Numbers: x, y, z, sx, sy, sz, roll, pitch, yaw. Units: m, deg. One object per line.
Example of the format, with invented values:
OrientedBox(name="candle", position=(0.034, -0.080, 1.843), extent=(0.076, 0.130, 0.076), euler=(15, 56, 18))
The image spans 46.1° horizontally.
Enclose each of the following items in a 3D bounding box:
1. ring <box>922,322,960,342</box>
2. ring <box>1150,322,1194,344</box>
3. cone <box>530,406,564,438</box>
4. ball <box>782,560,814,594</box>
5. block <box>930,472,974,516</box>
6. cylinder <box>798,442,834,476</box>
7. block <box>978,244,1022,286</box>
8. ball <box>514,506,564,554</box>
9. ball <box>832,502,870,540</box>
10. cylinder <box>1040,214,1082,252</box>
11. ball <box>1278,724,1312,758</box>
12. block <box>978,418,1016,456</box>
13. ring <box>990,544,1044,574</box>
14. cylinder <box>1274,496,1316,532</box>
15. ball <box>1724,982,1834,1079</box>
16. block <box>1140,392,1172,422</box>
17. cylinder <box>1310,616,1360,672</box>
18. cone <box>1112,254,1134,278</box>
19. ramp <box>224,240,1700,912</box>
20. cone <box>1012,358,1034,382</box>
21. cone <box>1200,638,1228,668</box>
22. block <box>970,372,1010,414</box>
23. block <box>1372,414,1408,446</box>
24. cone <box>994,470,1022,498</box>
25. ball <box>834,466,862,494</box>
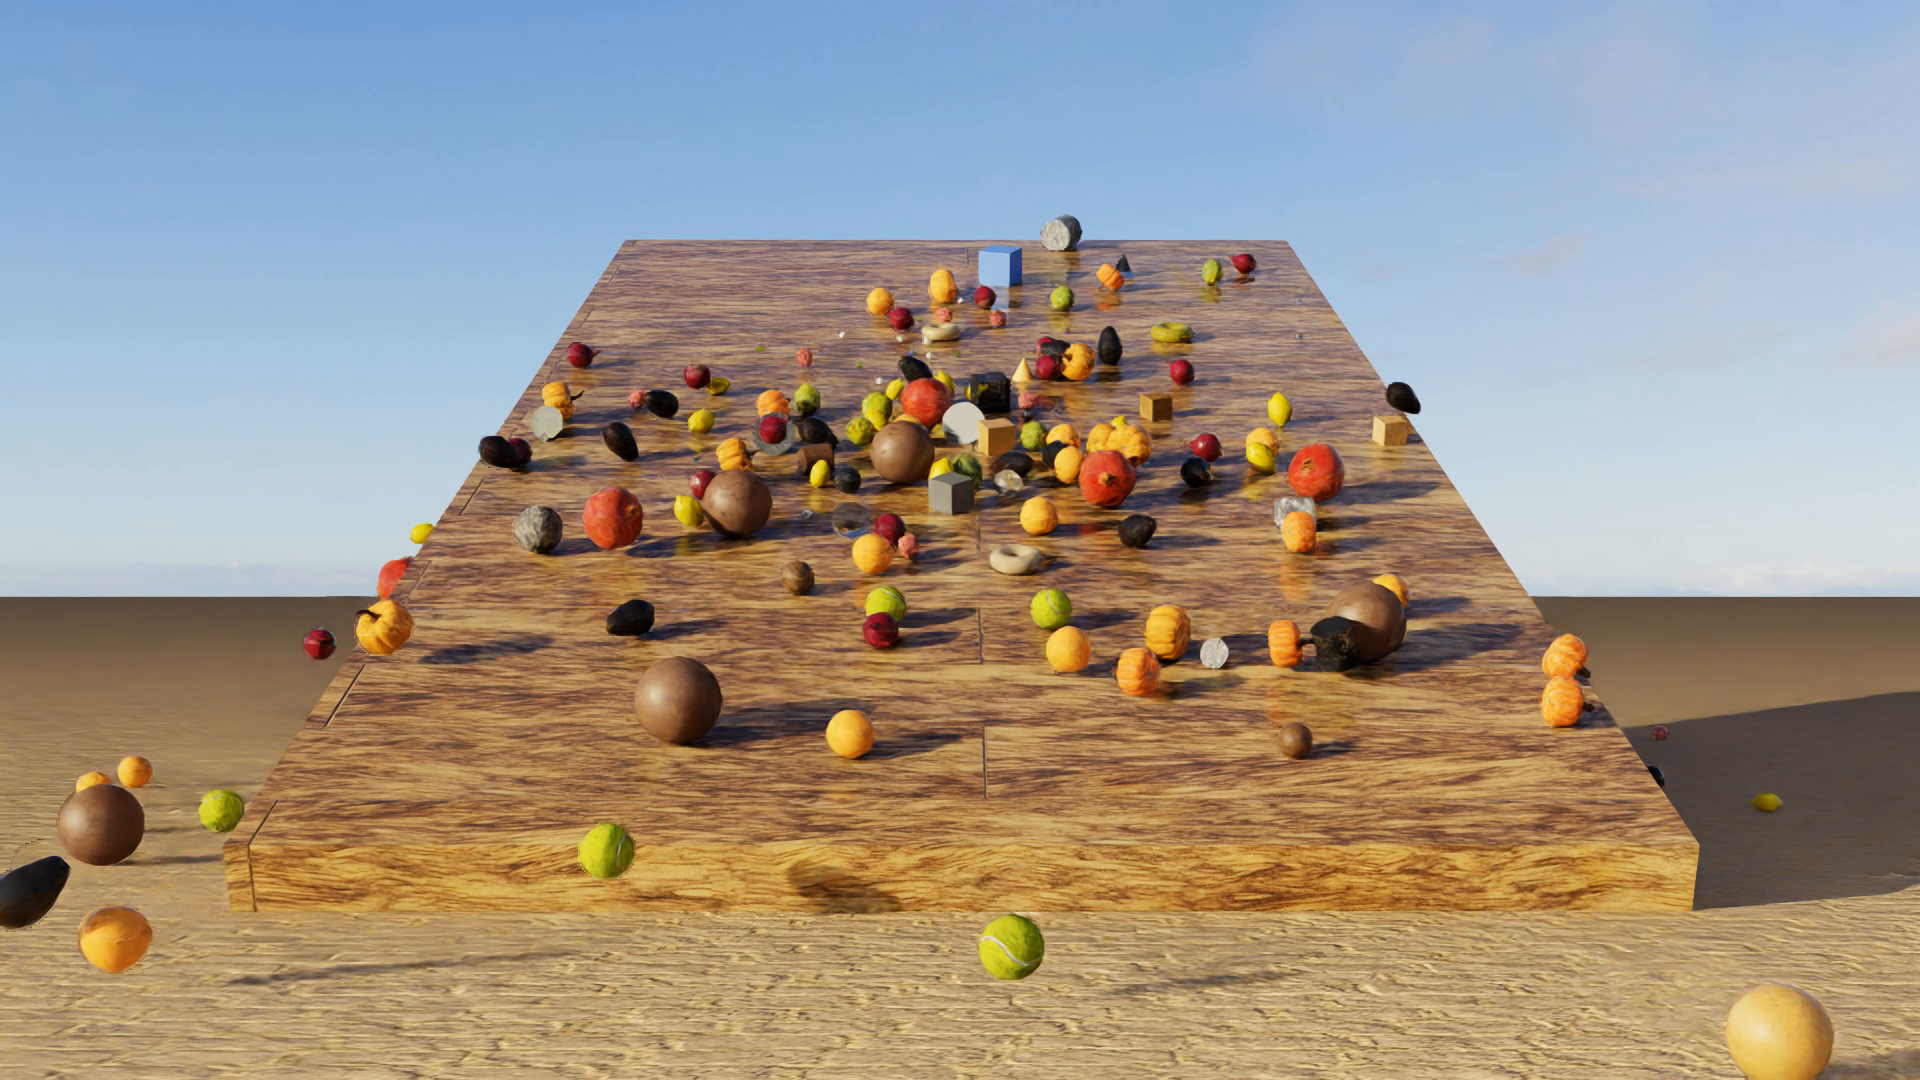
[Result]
OrientedBox(name="ring", position=(-0.047, -0.525, 5.686), extent=(0.099, 0.033, 0.099), euler=(1, 18, 0))
OrientedBox(name="ring", position=(0.533, -0.521, 5.671), extent=(0.109, 0.036, 0.109), euler=(1, 18, 0))
OrientedBox(name="cone", position=(-0.885, -0.248, 4.891), extent=(0.074, 0.074, 0.074), euler=(0, -9, 6))
OrientedBox(name="ball", position=(-0.285, 0.066, 3.959), extent=(0.058, 0.058, 0.058), euler=(0, -1, 0))
OrientedBox(name="block", position=(-0.016, -0.091, 4.403), extent=(0.062, 0.062, 0.062), euler=(18, 26, 42))
OrientedBox(name="cylinder", position=(-0.295, -0.165, 4.614), extent=(0.062, 0.062, 0.062), euler=(-7, 1, -20))
OrientedBox(name="block", position=(0.112, -0.764, 6.277), extent=(0.092, 0.092, 0.092), euler=(8, 21, 22))
OrientedBox(name="ball", position=(-0.776, -0.020, 4.156), extent=(0.088, 0.088, 0.088), euler=(0, -1, 0))
OrientedBox(name="ball", position=(-0.206, -0.037, 4.233), extent=(0.072, 0.072, 0.072), euler=(0, -1, 0))
OrientedBox(name="cylinder", position=(0.301, -0.912, 6.699), extent=(0.092, 0.092, 0.092), euler=(-1, 17, 27))
OrientedBox(name="ball", position=(0.493, 0.295, 3.318), extent=(0.051, 0.051, 0.051), euler=(0, -1, 0))
OrientedBox(name="block", position=(0.078, -0.218, 4.767), extent=(0.060, 0.060, 0.060), euler=(-6, 20, -18))
OrientedBox(name="ring", position=(0.103, 0.035, 4.088), extent=(0.098, 0.033, 0.098), euler=(0, 21, 0))
OrientedBox(name="cylinder", position=(0.637, -0.049, 4.286), extent=(0.061, 0.061, 0.061), euler=(-6, 0, -14))
OrientedBox(name="ball", position=(0.726, 0.438, 1.999), extent=(0.091, 0.091, 0.091), euler=(0, -1, 0))
OrientedBox(name="block", position=(0.436, -0.296, 5.006), extent=(0.050, 0.050, 0.050), euler=(-9, 21, -25))
OrientedBox(name="cylinder", position=(0.597, 0.166, 3.587), extent=(0.065, 0.065, 0.065), euler=(-15, 23, 7))
OrientedBox(name="cone", position=(0.460, -0.776, 6.353), extent=(0.066, 0.066, 0.066), euler=(0, 19, 0))
OrientedBox(name="ramp", position=(-0.004, -0.201, 4.960), extent=(2.000, 0.100, 4.000), euler=(0, 19, 0))
OrientedBox(name="cone", position=(0.150, -0.404, 5.309), extent=(0.054, 0.054, 0.054), euler=(0, 19, 0))
OrientedBox(name="cone", position=(0.424, 0.186, 3.663), extent=(0.051, 0.051, 0.051), euler=(-1, -7, 35))
OrientedBox(name="block", position=(0.069, -0.331, 5.069), extent=(0.073, 0.073, 0.073), euler=(-4, 20, -12))
OrientedBox(name="block", position=(0.920, -0.234, 4.828), extent=(0.052, 0.052, 0.052), euler=(-6, 20, -16))
OrientedBox(name="cone", position=(0.092, -0.108, 4.505), extent=(0.057, 0.057, 0.057), euler=(0, -8, -9))
OrientedBox(name="ball", position=(-0.223, -0.119, 4.493), extent=(0.054, 0.054, 0.054), euler=(0, -1, 0))
